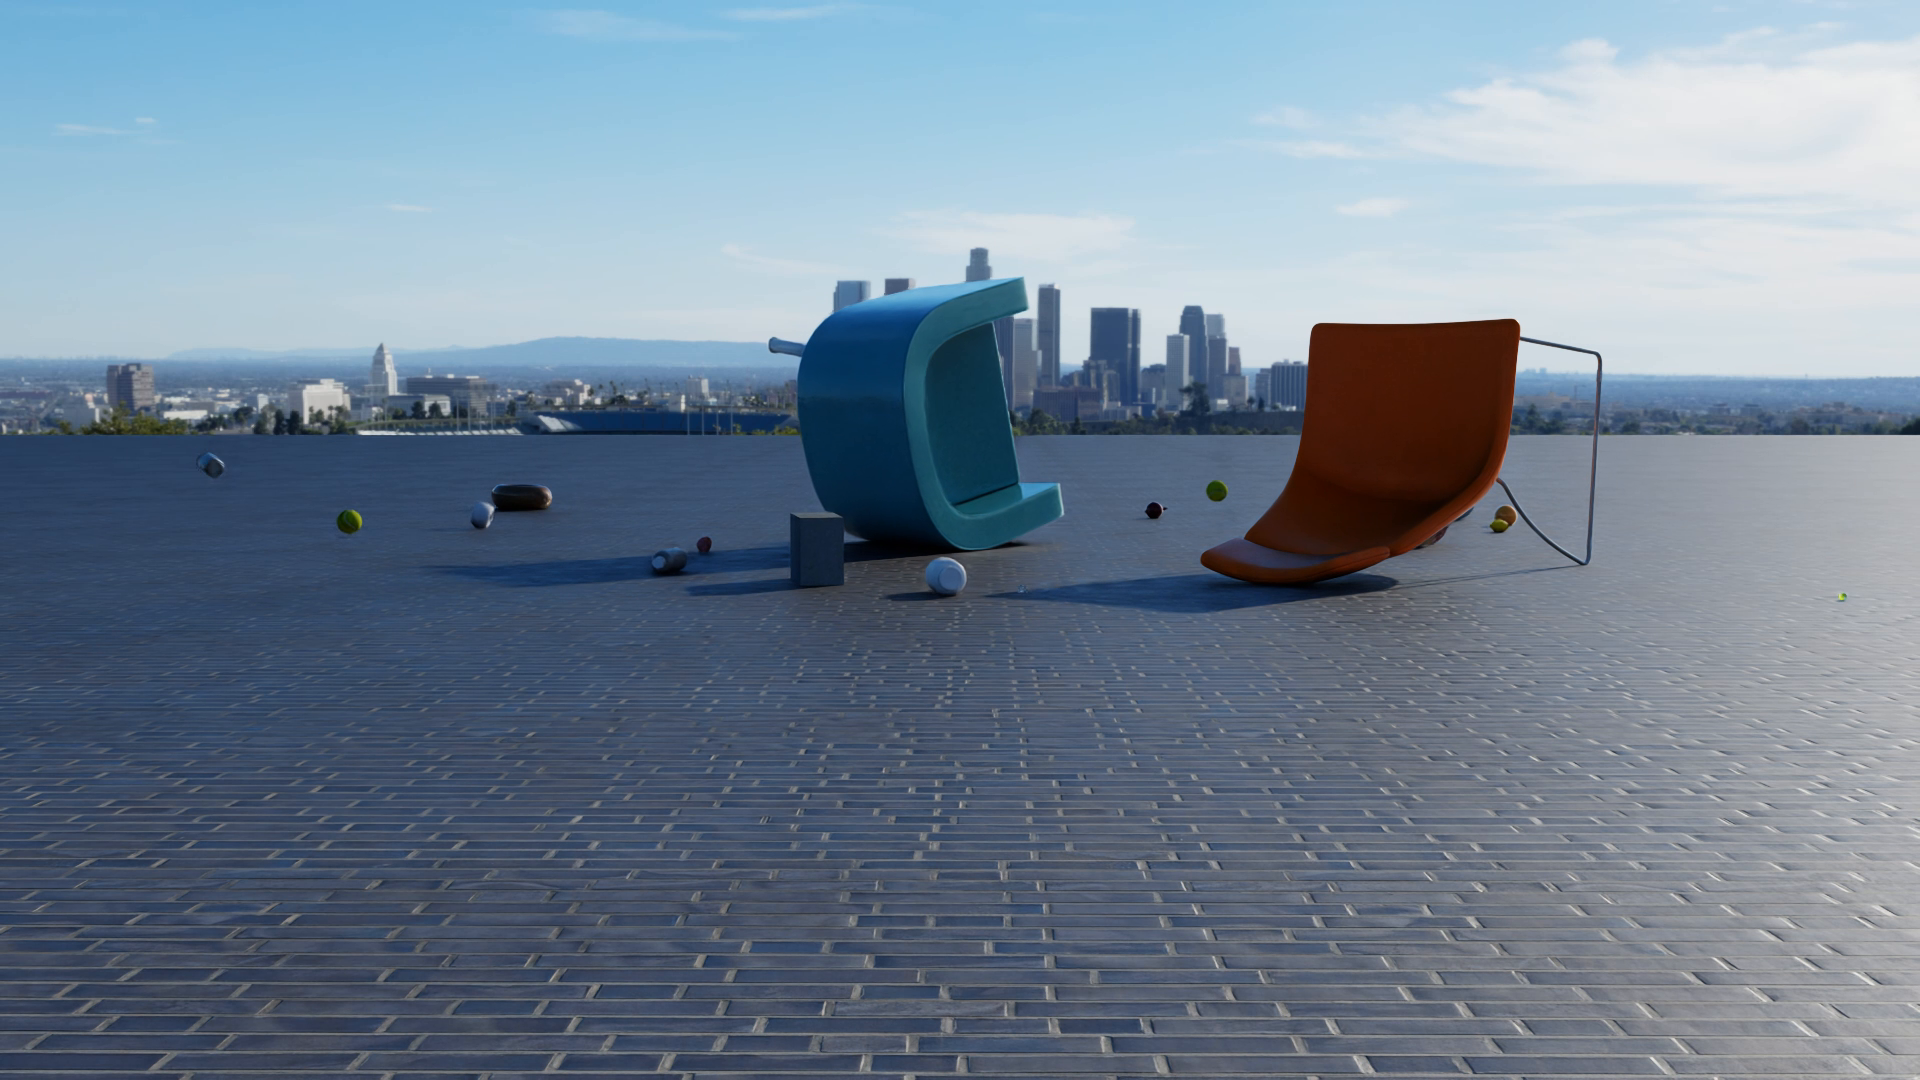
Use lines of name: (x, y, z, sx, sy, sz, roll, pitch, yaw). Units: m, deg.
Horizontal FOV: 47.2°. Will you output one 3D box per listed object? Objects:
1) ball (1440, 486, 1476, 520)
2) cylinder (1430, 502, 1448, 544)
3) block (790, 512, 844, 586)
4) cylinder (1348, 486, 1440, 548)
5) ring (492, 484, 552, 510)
ball: (1.718, -0.130, 7.587, 0.116, 0.116, 0.116, 0, 4, 0)
cylinder: (1.334, -0.057, 6.470, 0.131, 0.120, 0.164, -40, 21, -22)
block: (-0.334, 0.019, 5.130, 0.100, 0.155, 0.211, -1, 4, -10)
cylinder: (1.236, -0.067, 6.261, 0.198, 0.173, 0.172, -2, 27, -25)
ring: (-1.646, -0.161, 8.257, 0.265, 0.089, 0.198, 5, 5, 41)
